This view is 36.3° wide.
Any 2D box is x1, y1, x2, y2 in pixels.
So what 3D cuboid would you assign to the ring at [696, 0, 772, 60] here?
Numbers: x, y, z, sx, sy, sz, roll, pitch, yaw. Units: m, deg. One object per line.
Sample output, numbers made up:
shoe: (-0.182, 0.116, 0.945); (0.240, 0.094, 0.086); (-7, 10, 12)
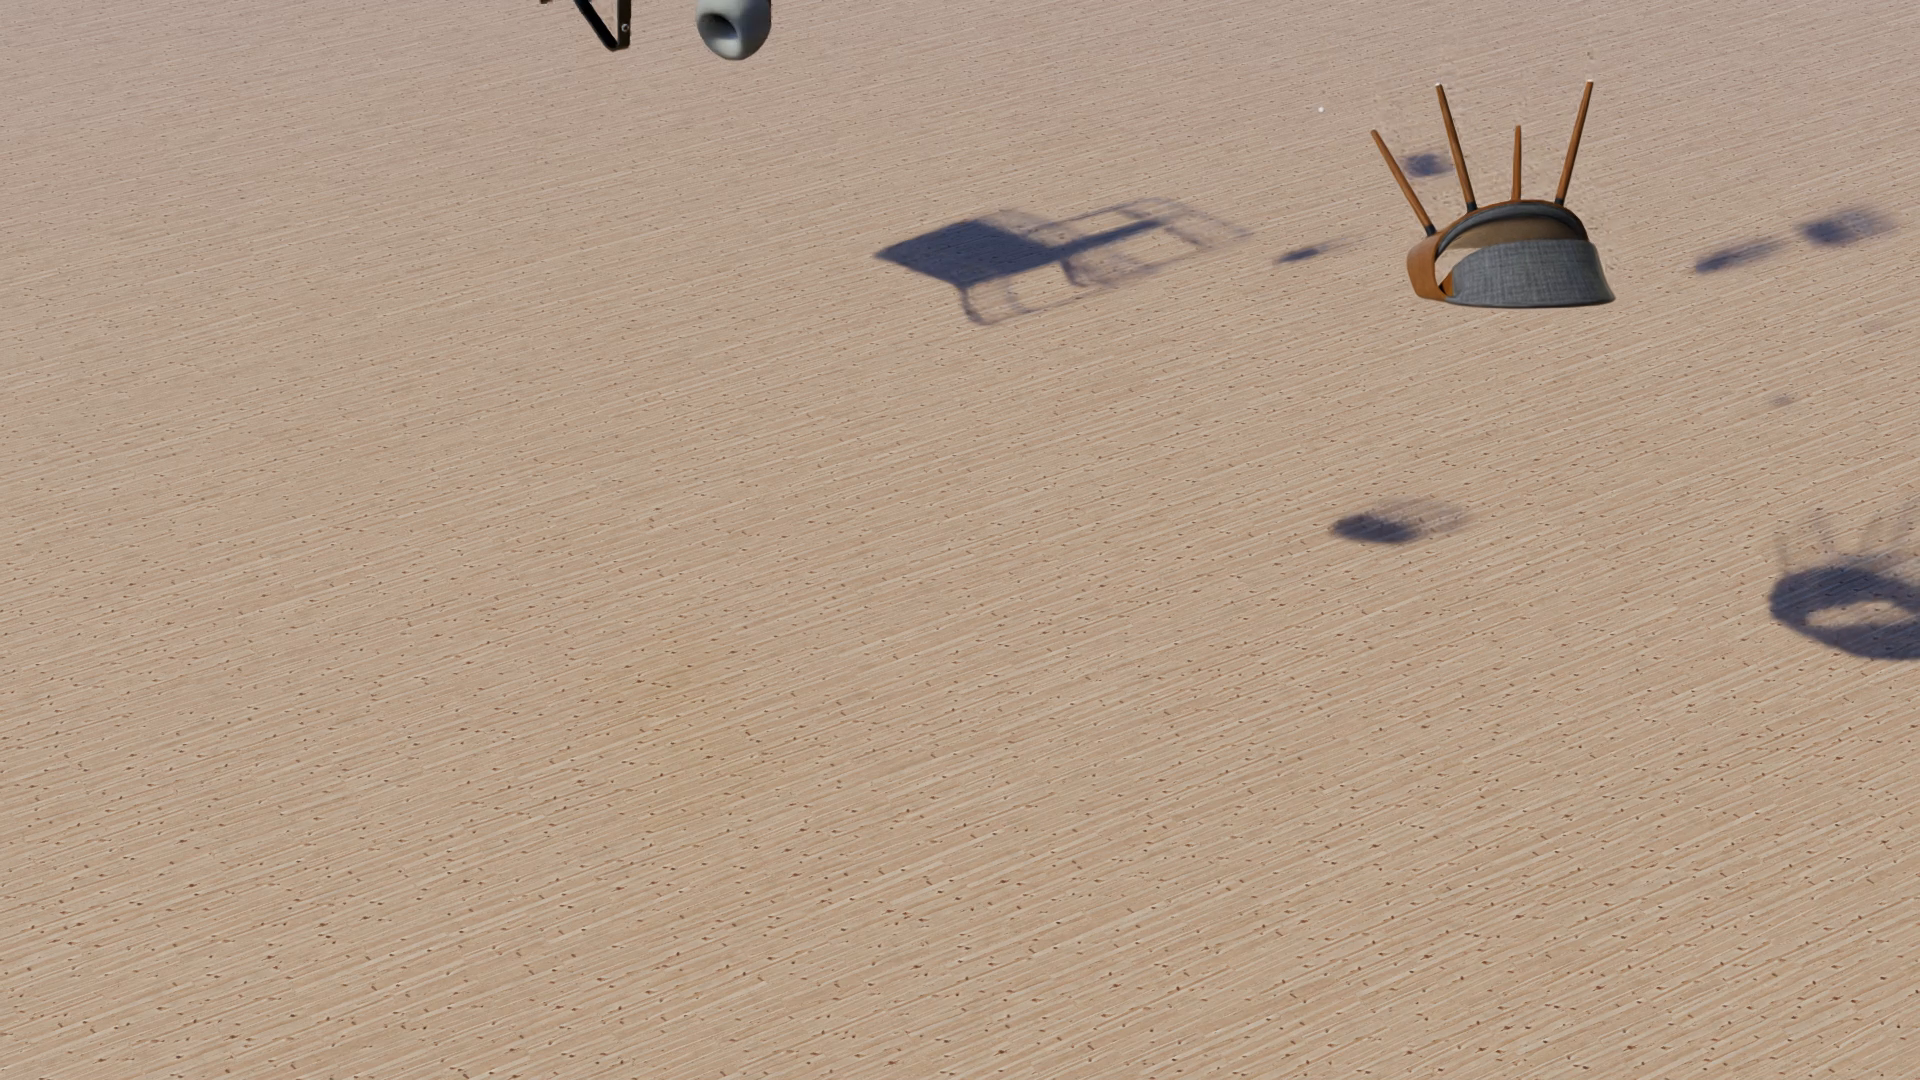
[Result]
ring: (-0.656, -1.513, 8.506); (0.220, 0.356, 0.132); (36, 71, -1)
